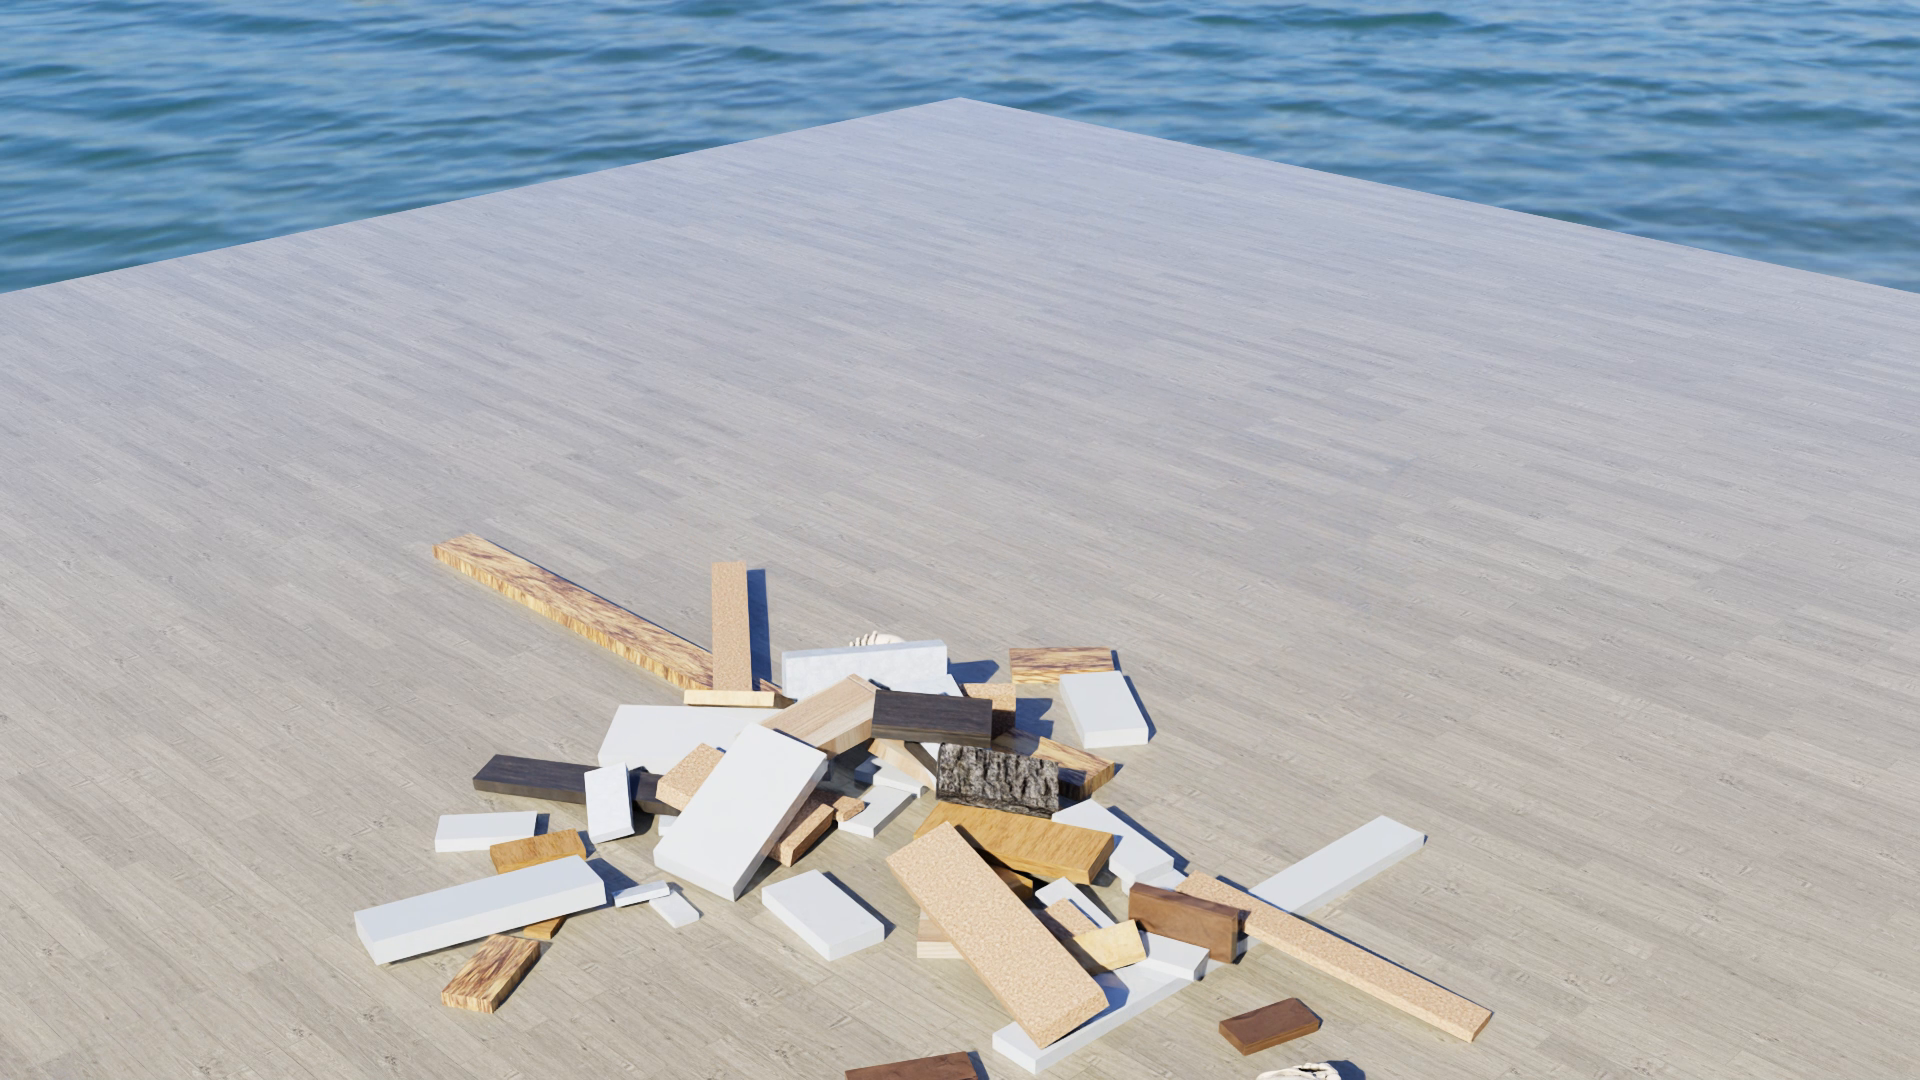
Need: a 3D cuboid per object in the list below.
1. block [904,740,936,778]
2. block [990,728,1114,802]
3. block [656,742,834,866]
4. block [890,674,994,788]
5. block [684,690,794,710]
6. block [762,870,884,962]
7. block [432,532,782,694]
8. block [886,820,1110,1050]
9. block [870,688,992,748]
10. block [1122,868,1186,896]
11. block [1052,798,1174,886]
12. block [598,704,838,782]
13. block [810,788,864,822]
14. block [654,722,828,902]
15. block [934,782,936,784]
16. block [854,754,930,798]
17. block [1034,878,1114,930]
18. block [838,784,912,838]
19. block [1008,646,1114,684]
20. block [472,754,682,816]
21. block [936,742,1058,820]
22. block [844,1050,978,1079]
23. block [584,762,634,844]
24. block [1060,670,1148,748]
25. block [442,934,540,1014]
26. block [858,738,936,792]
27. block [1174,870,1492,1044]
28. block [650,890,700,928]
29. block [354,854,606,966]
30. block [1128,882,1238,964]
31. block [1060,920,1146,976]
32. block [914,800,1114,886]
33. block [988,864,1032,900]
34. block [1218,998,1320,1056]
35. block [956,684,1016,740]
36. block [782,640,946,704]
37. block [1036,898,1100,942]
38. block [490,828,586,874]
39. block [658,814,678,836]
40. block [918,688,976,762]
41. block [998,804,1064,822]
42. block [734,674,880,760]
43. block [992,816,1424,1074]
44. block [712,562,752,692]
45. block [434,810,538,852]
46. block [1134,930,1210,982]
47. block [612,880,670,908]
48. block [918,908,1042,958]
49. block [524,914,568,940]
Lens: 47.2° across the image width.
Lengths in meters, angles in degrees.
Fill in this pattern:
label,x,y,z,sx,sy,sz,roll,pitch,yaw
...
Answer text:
label,x,y,z,sx,sy,sz,roll,pitch,yaw
block,-0.004,0.445,4.409,0.111,0.031,0.222,-17,39,-31
block,0.179,0.469,4.609,0.259,0.037,0.130,16,28,33
block,-0.426,0.522,4.360,0.314,0.044,0.157,24,34,17
block,-0.030,0.402,4.552,0.139,0.039,0.277,-8,48,-26
block,-0.469,0.344,4.670,0.207,0.029,0.104,0,-14,20
block,-0.256,0.694,4.081,0.119,0.034,0.238,-15,27,-32
block,-0.860,0.194,5.261,0.116,0.033,1.299,-21,31,-40
block,0.055,0.693,3.931,0.139,0.039,0.605,-30,32,-13
block,-0.056,0.359,4.424,0.238,0.034,0.119,5,32,-1
block,0.393,0.667,4.108,0.102,0.029,0.204,-12,17,-20
block,0.292,0.581,4.232,0.099,0.028,0.241,-17,34,-34
block,-0.492,0.421,4.575,0.484,0.050,0.176,1,32,8
block,-0.288,0.531,4.452,0.194,0.018,0.064,9,25,38
block,-0.422,0.522,4.264,0.176,0.050,0.353,21,51,18
block,0.064,0.525,4.386,0.111,0.031,0.222,-21,50,-35
block,-0.132,0.490,4.577,0.159,0.023,0.080,13,26,27
block,0.215,0.688,4.051,0.075,0.021,0.150,-20,48,-40
block,-0.170,0.547,4.442,0.080,0.023,0.159,12,26,25
block,0.232,0.286,5.044,0.232,0.033,0.116,-1,23,-2
block,-0.746,0.502,4.489,0.518,0.027,0.095,5,29,20
block,0.074,0.473,4.319,0.238,0.034,0.119,10,44,-8
block,-0.077,0.897,3.609,0.207,0.029,0.104,-6,24,-14
block,-0.701,0.525,4.395,0.085,0.024,0.170,-15,44,0
block,0.314,0.371,4.837,0.139,0.039,0.277,-3,23,-8
block,-0.832,0.770,3.911,0.095,0.027,0.191,6,24,15
block,-0.092,0.435,4.581,0.259,0.037,0.130,29,33,18
block,0.654,0.734,3.911,0.595,0.022,0.077,23,31,29
block,-0.536,0.690,4.116,0.051,0.014,0.102,-15,27,-32
block,-0.886,0.680,4.065,0.428,0.044,0.157,-12,16,-25
block,0.399,0.686,3.942,0.199,0.099,0.028,12,27,25
block,0.246,0.731,3.906,0.154,0.022,0.077,-17,40,-1
block,0.102,0.577,4.208,0.369,0.034,0.119,8,32,27
block,0.012,0.639,4.162,0.119,0.034,0.238,-12,19,-40
block,0.529,0.833,3.769,0.154,0.022,0.077,-12,26,-26
block,-0.011,0.369,4.719,0.259,0.130,0.037,0,38,0
block,-0.206,0.319,4.758,0.353,0.176,0.050,-4,16,-15
block,0.212,0.717,3.978,0.075,0.021,0.150,-25,52,-36
block,-0.824,0.610,4.293,0.170,0.024,0.085,-9,25,-21
block,-0.537,0.565,4.405,0.128,0.018,0.064,-2,23,-4
block,-0.048,0.375,4.458,0.099,0.028,0.199,-15,37,-29
block,0.169,0.564,4.310,0.111,0.031,0.222,-19,47,-38
block,-0.288,0.384,4.516,0.314,0.044,0.157,-26,37,-34
block,0.484,0.720,4.027,1.075,0.029,0.102,-20,30,-39
block,-0.526,0.246,5.064,0.085,0.024,0.926,-3,23,-6
block,-0.938,0.578,4.364,0.191,0.027,0.095,-2,23,-5
block,0.360,0.738,3.920,0.150,0.021,0.075,12,26,26
block,-0.602,0.666,4.146,0.102,0.014,0.051,-12,11,-15
block,0.044,0.719,4.022,0.238,0.034,0.119,1,23,3
block,-0.765,0.705,4.081,0.051,0.014,0.102,5,23,11
